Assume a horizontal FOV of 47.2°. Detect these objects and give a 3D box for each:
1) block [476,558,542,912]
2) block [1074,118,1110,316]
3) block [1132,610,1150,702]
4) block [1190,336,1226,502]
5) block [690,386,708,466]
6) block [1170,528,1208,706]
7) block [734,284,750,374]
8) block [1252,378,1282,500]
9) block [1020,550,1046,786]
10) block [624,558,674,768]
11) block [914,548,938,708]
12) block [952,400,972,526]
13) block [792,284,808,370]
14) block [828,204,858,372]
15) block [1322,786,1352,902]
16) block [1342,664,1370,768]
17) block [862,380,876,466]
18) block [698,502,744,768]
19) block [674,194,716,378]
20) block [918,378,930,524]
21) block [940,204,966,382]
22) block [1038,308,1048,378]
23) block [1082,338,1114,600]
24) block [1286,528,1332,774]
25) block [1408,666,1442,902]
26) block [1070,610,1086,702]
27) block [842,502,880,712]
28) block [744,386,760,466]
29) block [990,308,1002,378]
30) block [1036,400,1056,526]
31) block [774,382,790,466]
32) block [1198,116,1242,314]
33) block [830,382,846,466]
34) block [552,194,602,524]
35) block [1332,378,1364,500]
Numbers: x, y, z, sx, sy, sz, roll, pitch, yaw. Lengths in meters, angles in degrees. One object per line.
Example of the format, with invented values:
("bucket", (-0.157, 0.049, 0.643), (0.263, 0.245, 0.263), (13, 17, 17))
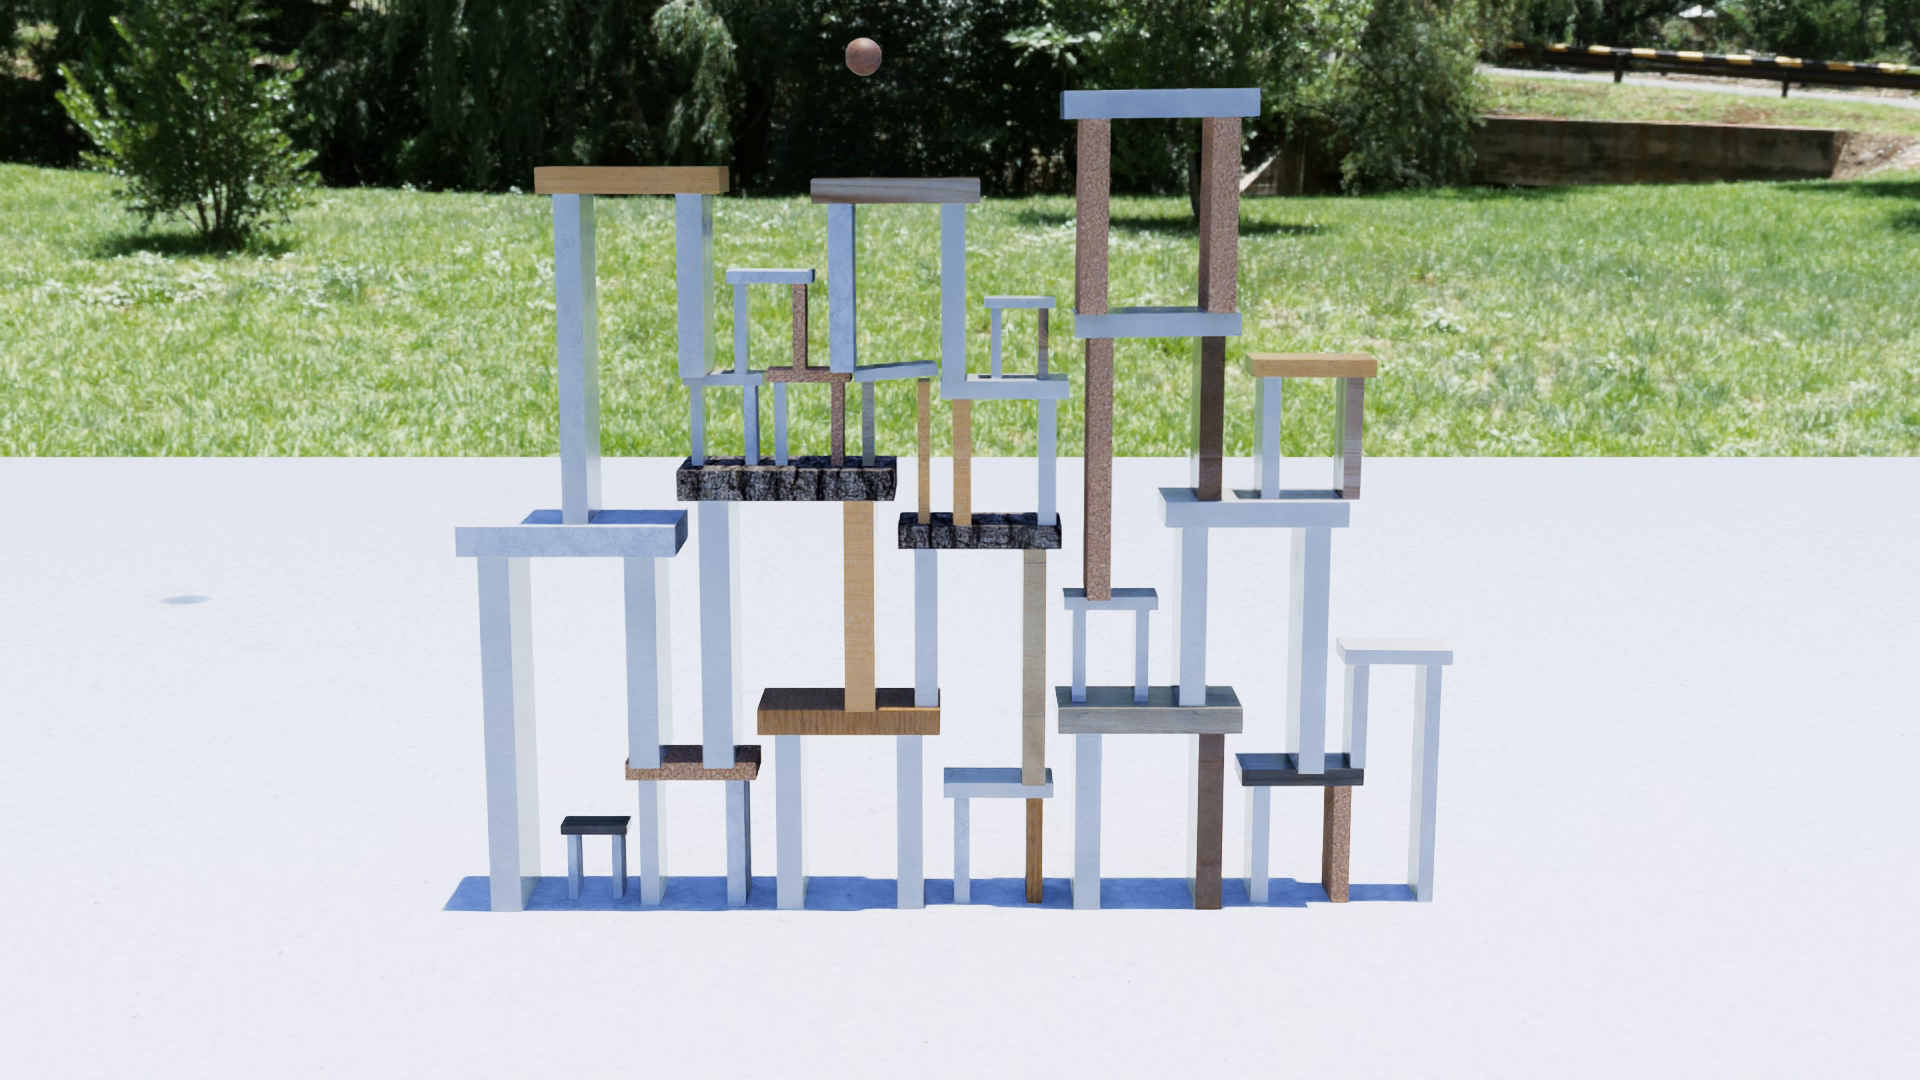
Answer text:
("block", (-0.739, 0.301, 3.613), (0.049, 0.589, 0.173), (0, 11, 0))
("block", (0.208, -0.510, 3.458), (0.042, 0.299, 0.149), (0, 11, 0))
("block", (0.295, 0.181, 3.597), (0.022, 0.152, 0.076), (0, 11, 0))
("block", (0.396, -0.202, 3.525), (0.037, 0.261, 0.130), (0, 11, 0))
("block", (-0.419, -0.187, 3.526), (0.018, 0.128, 0.064), (0, 11, 0))
("block", (0.373, 0.111, 3.582), (0.041, 0.292, 0.146), (0, 10, 0))
("block", (-0.347, -0.339, 3.500), (0.019, 0.142, 0.068), (0, 10, 0))
("block", (0.493, -0.170, 3.530), (0.028, 0.195, 0.098), (0, 11, 0))
("block", (0.120, 0.195, 3.600), (0.037, 0.391, 0.131), (0, 11, 0))
("block", (-0.508, 0.181, 3.592), (0.049, 0.347, 0.173), (0, 11, 0))
("block", (-0.054, 0.130, 3.589), (0.037, 0.261, 0.130), (0, 11, 0))
("block", (0.003, -0.132, 3.531), (0.029, 0.203, 0.101), (0, 11, 1))
("block", (-0.254, -0.341, 3.497), (0.019, 0.136, 0.068), (0, 10, 0))
("block", (-0.186, -0.403, 3.487), (0.037, 0.262, 0.131), (0, 11, 0))
("block", (0.626, 0.491, 3.655), (0.028, 0.199, 0.099), (0, 11, 0))
("block", (0.650, 0.279, 3.613), (0.025, 0.175, 0.087), (0, 10, 0))
("block", (-0.147, -0.190, 3.523), (0.019, 0.134, 0.067), (0, 11, -1))
("block", (-0.389, 0.138, 3.583), (0.048, 0.436, 0.171), (0, 11, 0))
("block", (-0.418, -0.406, 3.479), (0.040, 0.284, 0.142), (0, 11, 1))
("block", (-0.057, -0.143, 3.528), (0.019, 0.227, 0.067), (0, 11, 1))
("block", (-0.010, -0.396, 3.483), (0.037, 0.276, 0.131), (0, 11, 0))
("block", (0.132, -0.315, 3.500), (0.016, 0.112, 0.056), (0, 11, 0))
("block", (0.222, -0.121, 3.540), (0.037, 0.420, 0.131), (0, 11, 0))
("block", (0.568, 0.166, 3.594), (0.041, 0.404, 0.146), (0, 10, 0))
("block", (0.767, 0.392, 3.634), (0.025, 0.402, 0.087), (0, 11, 0))
("block", (0.193, 0.181, 3.597), (0.022, 0.152, 0.076), (0, 11, 0))
("block", (-0.160, 0.092, 3.574), (0.048, 0.342, 0.171), (0, 11, 0))
("block", (-0.334, -0.187, 3.526), (0.018, 0.128, 0.064), (-1, 11, 0))
("block", (0.057, -0.315, 3.500), (0.016, 0.112, 0.056), (0, 11, 0))
("block", (0.139, -0.132, 3.530), (0.029, 0.203, 0.101), (0, 11, 1))
("block", (-0.285, -0.190, 3.524), (0.019, 0.133, 0.067), (0, 11, 0))
("block", (0.407, -0.513, 3.458), (0.042, 0.299, 0.149), (0, 11, 0))
("block", (-0.195, -0.190, 3.524), (0.019, 0.133, 0.067), (0, 11, 0))
("block", (-0.608, -0.291, 3.502), (0.040, 0.518, 0.142), (0, 11, 0))
("block", (0.623, -0.170, 3.530), (0.028, 0.195, 0.098), (0, 11, 0))
